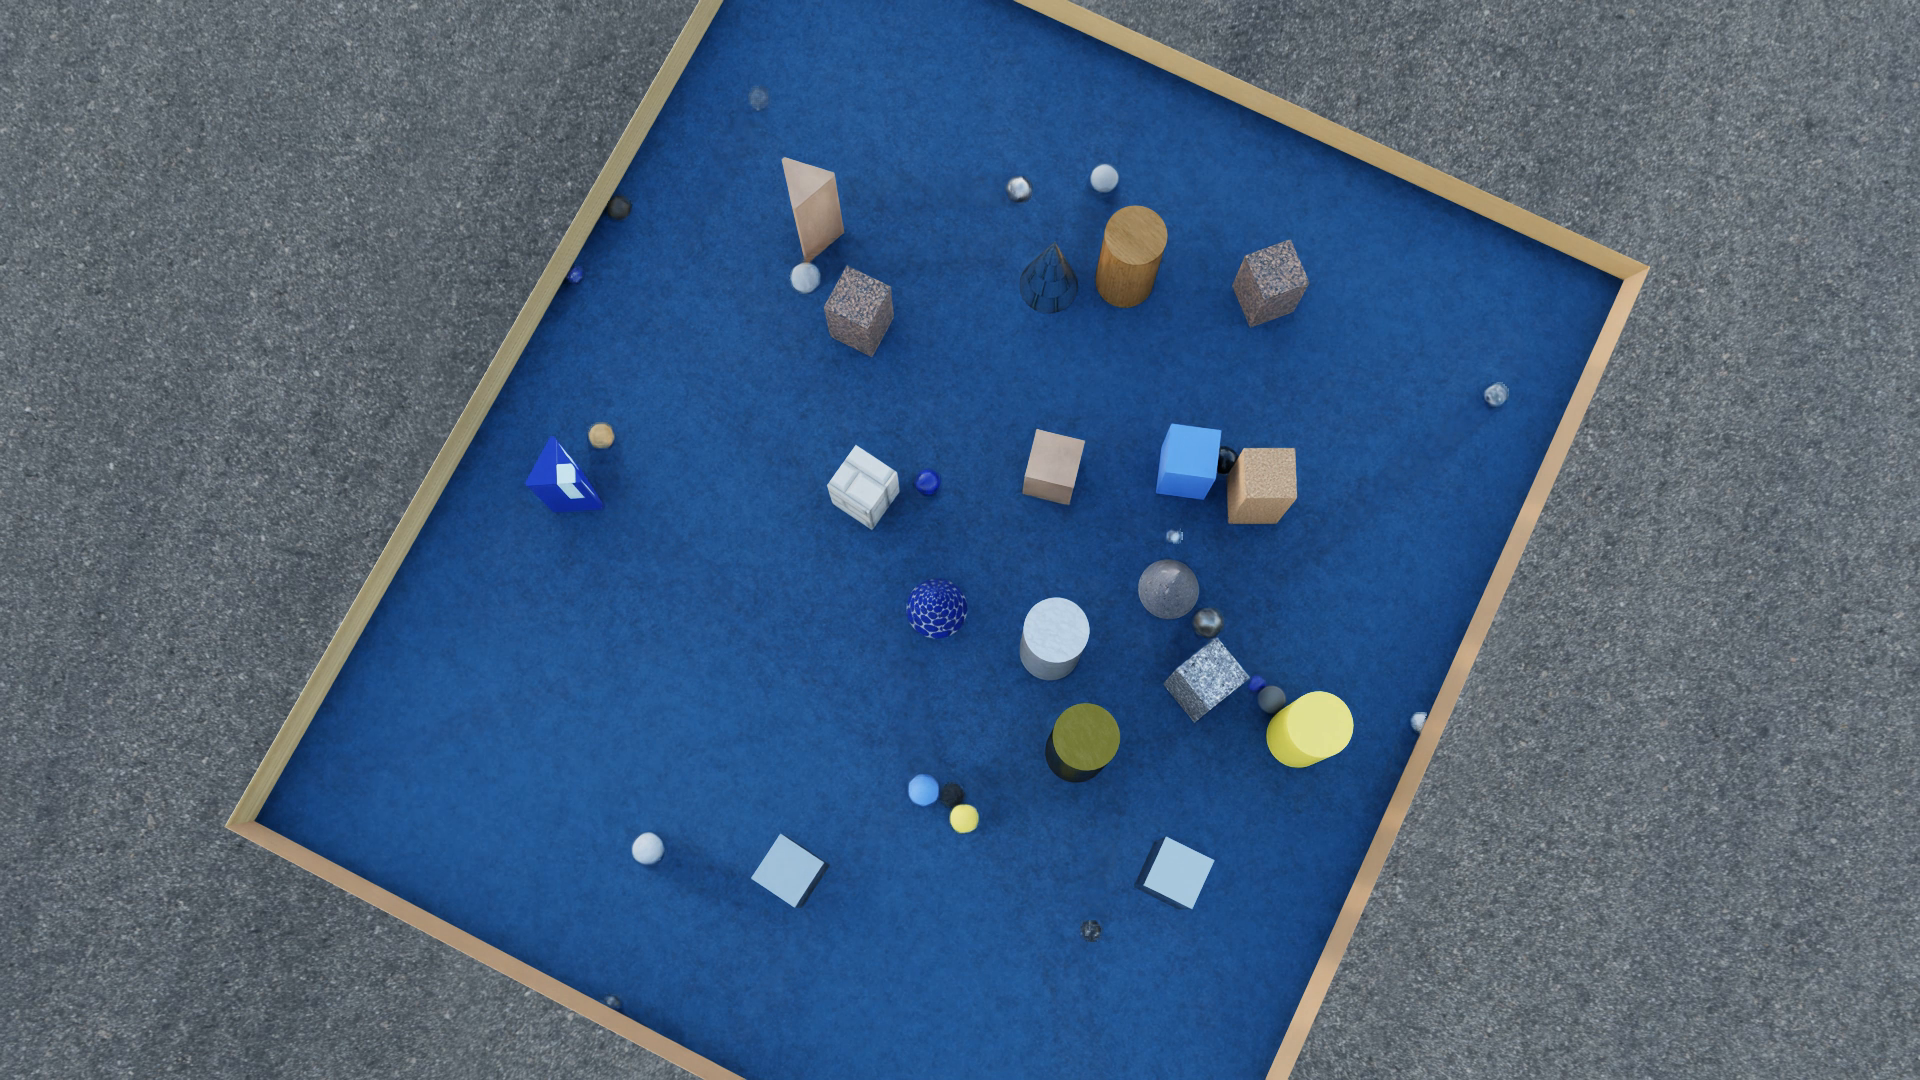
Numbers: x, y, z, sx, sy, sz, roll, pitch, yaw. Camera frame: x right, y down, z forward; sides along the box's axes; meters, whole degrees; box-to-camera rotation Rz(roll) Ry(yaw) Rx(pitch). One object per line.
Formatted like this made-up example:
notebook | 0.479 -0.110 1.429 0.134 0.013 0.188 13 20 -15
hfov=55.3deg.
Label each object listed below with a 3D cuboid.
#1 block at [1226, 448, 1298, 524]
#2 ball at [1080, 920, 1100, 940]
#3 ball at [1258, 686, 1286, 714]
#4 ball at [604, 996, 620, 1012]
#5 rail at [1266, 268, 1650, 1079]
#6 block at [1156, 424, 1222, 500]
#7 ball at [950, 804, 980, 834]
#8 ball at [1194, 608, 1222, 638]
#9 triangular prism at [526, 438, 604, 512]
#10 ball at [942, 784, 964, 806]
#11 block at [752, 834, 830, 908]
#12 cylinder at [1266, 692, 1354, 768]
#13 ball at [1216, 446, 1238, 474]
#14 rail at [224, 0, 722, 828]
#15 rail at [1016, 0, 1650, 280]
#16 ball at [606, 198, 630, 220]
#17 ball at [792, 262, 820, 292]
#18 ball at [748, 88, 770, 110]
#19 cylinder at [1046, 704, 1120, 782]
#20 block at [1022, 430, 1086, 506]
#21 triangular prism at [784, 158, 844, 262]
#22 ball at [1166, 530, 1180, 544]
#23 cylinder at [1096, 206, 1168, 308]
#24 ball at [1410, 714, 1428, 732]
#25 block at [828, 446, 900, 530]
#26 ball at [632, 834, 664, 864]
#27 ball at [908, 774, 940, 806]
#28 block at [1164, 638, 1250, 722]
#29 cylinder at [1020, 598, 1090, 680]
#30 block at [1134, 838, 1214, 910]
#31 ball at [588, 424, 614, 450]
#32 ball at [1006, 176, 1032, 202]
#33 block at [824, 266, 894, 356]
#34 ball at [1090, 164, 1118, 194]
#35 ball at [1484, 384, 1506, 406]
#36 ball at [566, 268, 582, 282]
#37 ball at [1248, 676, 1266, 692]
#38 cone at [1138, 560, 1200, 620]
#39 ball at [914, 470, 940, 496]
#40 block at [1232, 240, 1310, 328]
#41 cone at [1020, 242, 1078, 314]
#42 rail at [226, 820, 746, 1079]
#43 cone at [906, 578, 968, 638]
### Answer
block | 0.897 -0.158 5.469 0.148 0.352 0.148 0 78 0
ball | 0.382 1.138 5.351 0.059 0.059 0.059 0 78 0
ball | 0.931 0.477 5.476 0.083 0.083 0.083 0 78 0
ball | -1.009 1.346 5.312 0.050 0.050 0.050 0 78 0
rail | 1.345 0.665 5.416 0.045 0.121 3.443 26 80 5
block | 0.687 -0.234 5.525 0.148 0.273 0.148 8 78 2
ball | 0.013 0.821 5.403 0.086 0.086 0.086 0 78 0
ball | 0.746 0.251 5.520 0.088 0.088 0.088 0 78 0
triangular prism | -1.178 -0.197 5.475 0.161 0.357 0.139 -4 78 -1
ball | -0.021 0.755 5.425 0.069 0.069 0.069 0 78 0
block | -0.486 0.957 5.290 0.148 0.251 0.148 32 80 6
cylinder | 1.011 0.554 5.319 0.186 0.358 0.186 0 78 0
ball | 0.810 -0.244 5.622 0.087 0.087 0.087 0 78 0
rail | -1.345 -0.652 5.689 0.045 0.121 3.443 26 80 5
rail | 0.759 -1.481 5.860 3.055 0.121 0.045 26 80 5
ball | -1.080 -1.048 5.796 0.073 0.073 0.073 0 78 0
ball | -0.482 -0.822 5.739 0.093 0.093 0.093 0 78 0
ball | -0.645 -1.414 5.874 0.068 0.068 0.068 0 78 0
cylinder | 0.347 0.587 5.262 0.186 0.457 0.186 0 78 0
block | 0.282 -0.218 5.543 0.148 0.232 0.148 14 79 3
triangular prism | -0.473 -1.025 5.595 0.161 0.456 0.139 -42 81 -8
ball | 0.650 -0.011 5.597 0.043 0.043 0.043 0 78 0
cylinder | 0.519 -0.861 5.597 0.186 0.387 0.186 0 78 0
ball | 1.374 0.546 5.477 0.053 0.053 0.053 0 78 0
block | -0.289 -0.155 5.523 0.148 0.245 0.148 34 80 7
ball | -0.916 0.907 5.382 0.092 0.092 0.092 0 78 0
ball | -0.108 0.738 5.417 0.092 0.092 0.092 0 78 0
block | 0.717 0.412 5.354 0.148 0.347 0.148 -37 81 -7
cylinder | 0.272 0.293 5.355 0.186 0.392 0.186 0 78 0
block | 0.610 0.959 5.258 0.148 0.313 0.148 26 79 5
ball | -1.104 -0.319 5.643 0.077 0.077 0.077 0 78 0
ball | 0.185 -1.111 5.803 0.084 0.084 0.084 0 78 0
block | -0.307 -0.698 5.616 0.148 0.283 0.148 27 80 5
ball | 0.458 -1.144 5.808 0.088 0.088 0.088 0 78 0
ball | 1.659 -0.448 5.675 0.067 0.067 0.067 0 78 0
ball | -1.213 -0.834 5.764 0.048 0.048 0.048 0 78 0
ball | 0.892 0.430 5.503 0.049 0.049 0.049 0 78 0
cone | 0.636 0.120 5.441 0.186 0.295 0.186 0 78 0
ball | -0.100 -0.176 5.613 0.078 0.078 0.078 0 78 0
block | 0.954 -0.787 5.641 0.148 0.270 0.148 -20 79 -4
cone | 0.280 -0.842 5.594 0.186 0.385 0.186 0 78 0
rail | -0.759 1.493 5.245 3.055 0.121 0.045 26 80 5
cone | -0.071 0.179 5.432 0.186 0.288 0.186 0 78 0
